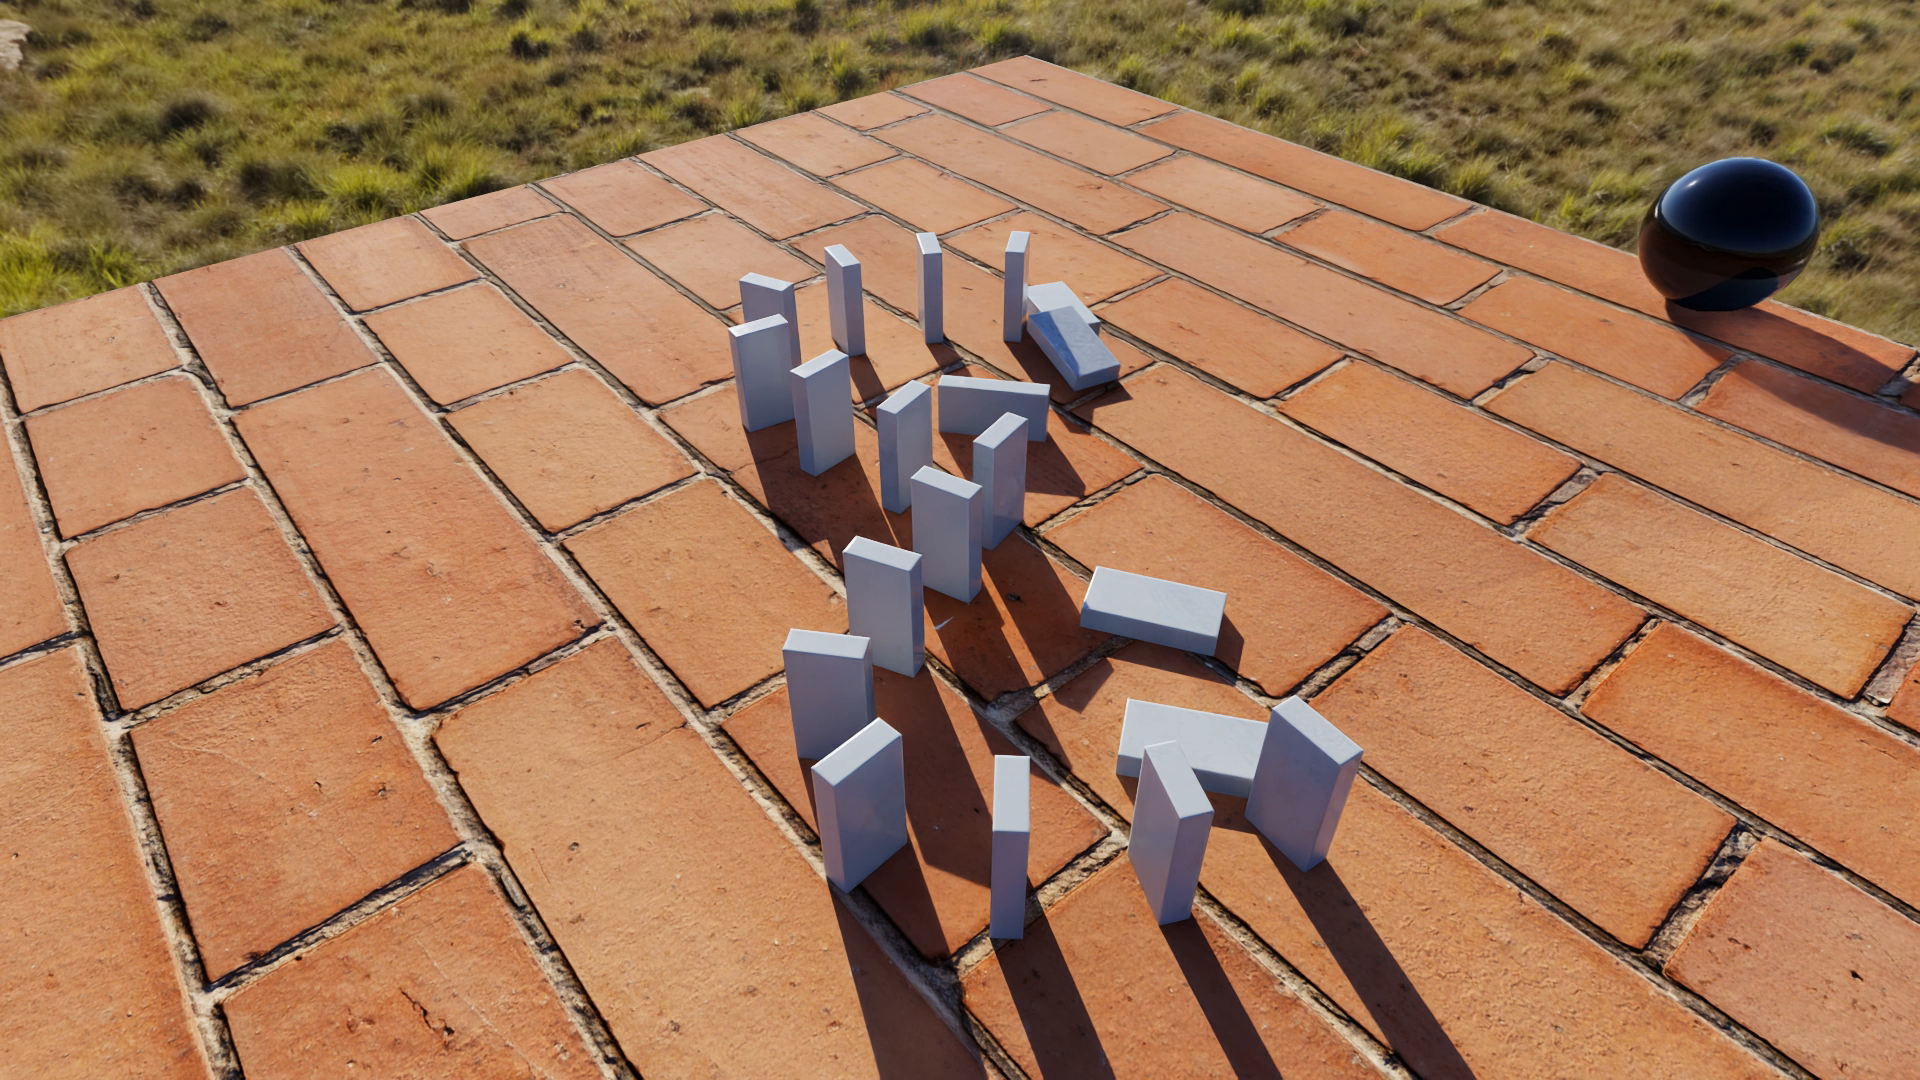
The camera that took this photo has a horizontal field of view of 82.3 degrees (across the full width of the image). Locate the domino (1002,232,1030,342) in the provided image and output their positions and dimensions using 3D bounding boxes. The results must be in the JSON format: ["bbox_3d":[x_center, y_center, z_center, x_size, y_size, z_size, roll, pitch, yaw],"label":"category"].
[{"bbox_3d":[0.029,-0.132,0.572,0.010,0.050,0.025,6,40,7],"label":"domino"}]

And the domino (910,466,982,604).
[{"bbox_3d":[-0.005,-0.002,0.413,0.025,0.050,0.009,21,44,24],"label":"domino"}]

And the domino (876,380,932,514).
[{"bbox_3d":[-0.022,-0.038,0.458,0.009,0.050,0.025,22,44,25],"label":"domino"}]

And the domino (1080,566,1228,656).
[{"bbox_3d":[0.072,0.026,0.412,0.050,0.010,0.025,12,41,14],"label":"domino"}]

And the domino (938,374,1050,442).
[{"bbox_3d":[0.015,-0.060,0.505,0.050,0.025,0.010,6,40,8],"label":"domino"}]

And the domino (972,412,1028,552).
[{"bbox_3d":[0.016,-0.023,0.439,0.010,0.050,0.025,23,45,25],"label":"domino"}]

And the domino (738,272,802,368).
[{"bbox_3d":[-0.092,-0.103,0.537,0.025,0.050,0.009,19,43,21],"label":"domino"}]

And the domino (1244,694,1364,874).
[{"bbox_3d":[0.100,0.072,0.323,0.010,0.050,0.025,-23,45,-26],"label":"domino"}]

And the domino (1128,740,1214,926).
[{"bbox_3d":[0.058,0.083,0.310,0.009,0.050,0.025,-9,40,-11],"label":"domino"}]

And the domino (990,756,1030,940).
[{"bbox_3d":[0.014,0.086,0.306,0.009,0.050,0.025,2,39,2],"label":"domino"}]

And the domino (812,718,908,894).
[{"bbox_3d":[-0.028,0.077,0.317,0.009,0.050,0.025,31,49,32],"label":"domino"}]

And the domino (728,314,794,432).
[{"bbox_3d":[-0.090,-0.076,0.504,0.025,0.050,0.010,-22,44,-25],"label":"domino"}]

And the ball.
[{"bbox_3d":[0.408,-0.162,0.586,0.080,0.080,0.080,0,39,0],"label":"ball"}]

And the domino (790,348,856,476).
[{"bbox_3d":[-0.059,-0.055,0.479,0.009,0.050,0.025,29,47,31],"label":"domino"}]

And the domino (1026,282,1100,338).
[{"bbox_3d":[0.054,-0.123,0.593,0.025,0.010,0.050,-12,41,-15],"label":"domino"}]

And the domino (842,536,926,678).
[{"bbox_3d":[-0.026,0.024,0.382,0.025,0.050,0.009,16,42,18],"label":"domino"}]

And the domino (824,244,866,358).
[{"bbox_3d":[-0.058,-0.122,0.560,0.009,0.050,0.025,-18,42,-20],"label":"domino"}]

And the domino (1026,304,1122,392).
[{"bbox_3d":[0.057,-0.097,0.554,0.025,0.010,0.050,-19,55,-19],"label":"domino"}]

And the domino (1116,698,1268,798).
[{"bbox_3d":[0.078,0.068,0.360,0.050,0.010,0.025,9,40,10],"label":"domino"}]

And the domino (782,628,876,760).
[{"bbox_3d":[-0.041,0.051,0.349,0.025,0.050,0.009,6,40,7],"label":"domino"}]

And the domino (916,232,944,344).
[{"bbox_3d":[-0.016,-0.131,0.571,0.010,0.050,0.025,-6,40,-8],"label":"domino"}]
